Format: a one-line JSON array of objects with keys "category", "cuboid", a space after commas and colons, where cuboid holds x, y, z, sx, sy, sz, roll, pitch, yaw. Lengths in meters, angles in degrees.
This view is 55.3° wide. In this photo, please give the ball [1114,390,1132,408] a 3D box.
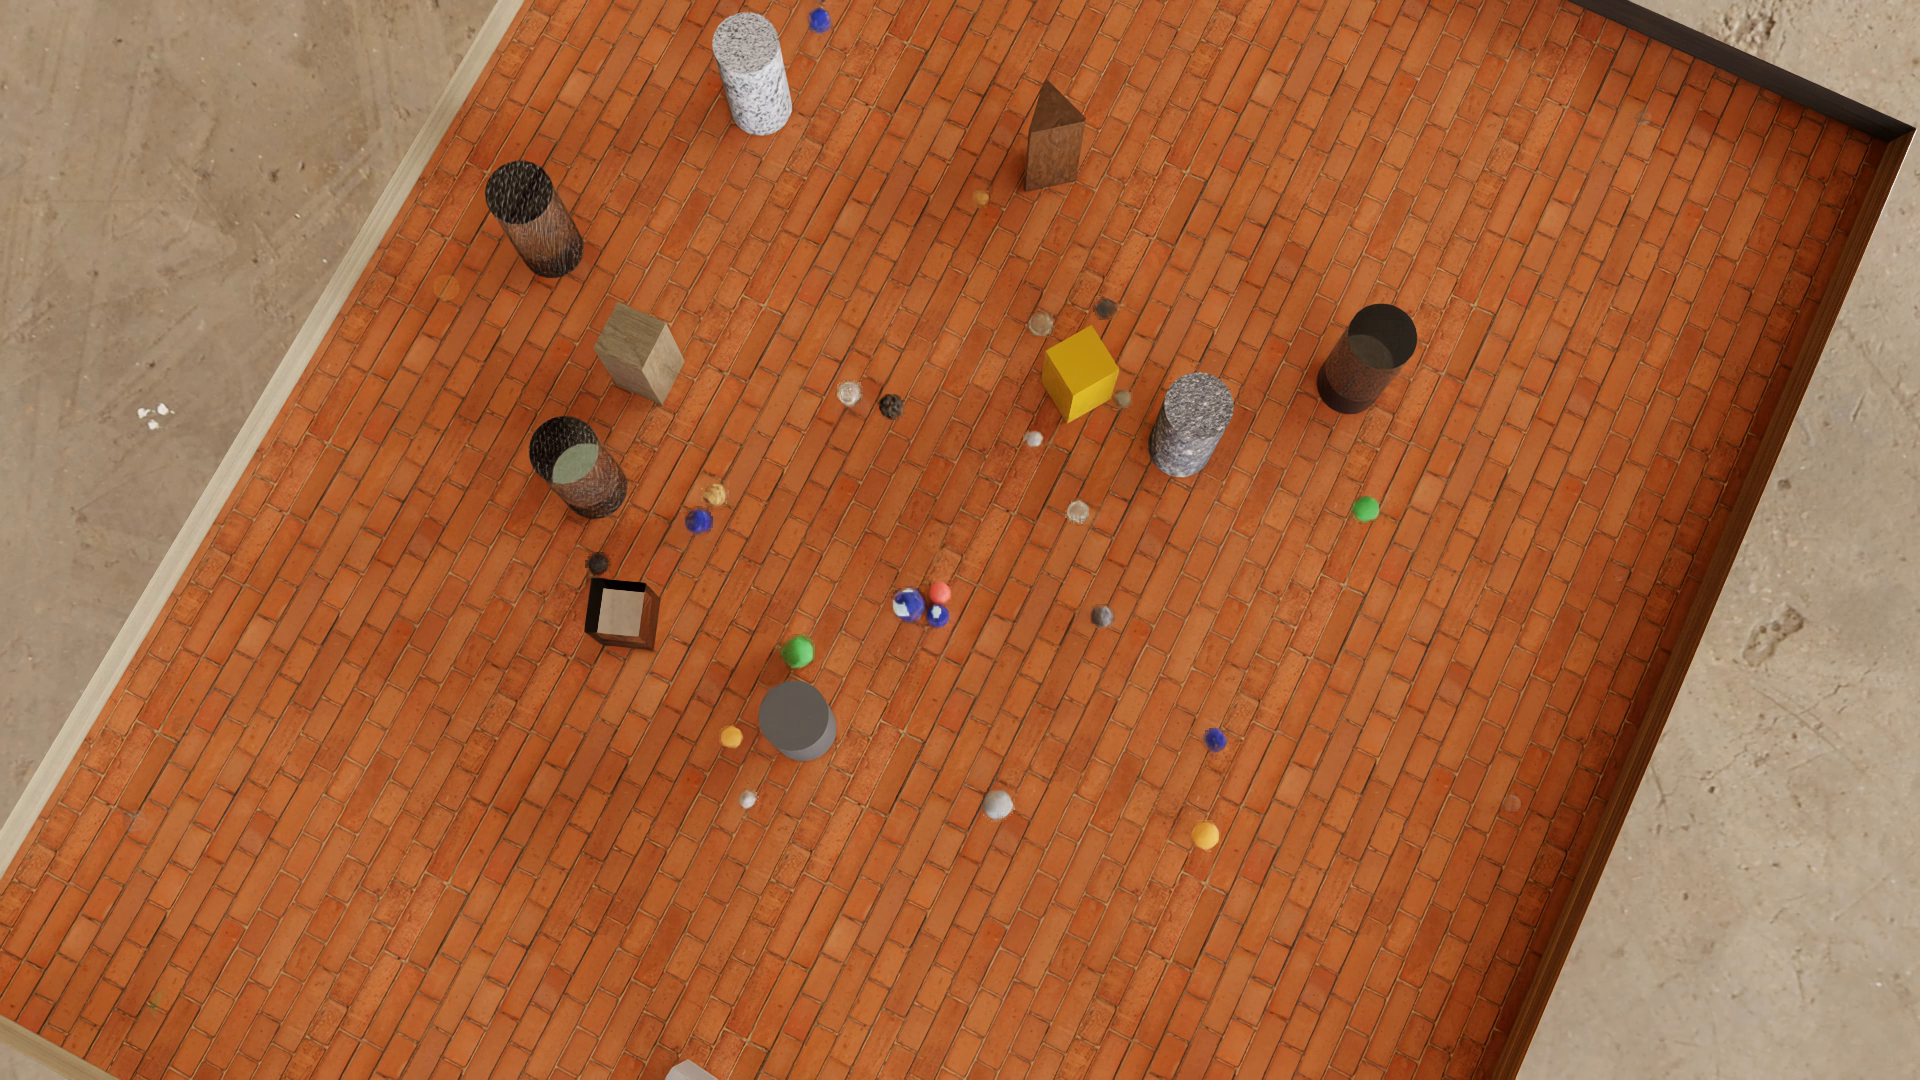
[{"category": "ball", "cuboid": [0.504, -0.439, 5.679, 0.056, 0.056, 0.056, 0, 78, 0]}]

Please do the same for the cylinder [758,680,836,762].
[{"category": "cylinder", "cuboid": [-0.469, 0.530, 5.331, 0.198, 0.344, 0.198, 0, 78, 0]}]

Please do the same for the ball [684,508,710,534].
[{"category": "ball", "cuboid": [-0.799, -0.056, 5.588, 0.078, 0.078, 0.078, 0, 78, 0]}]

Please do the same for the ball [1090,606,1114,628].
[{"category": "ball", "cuboid": [0.429, 0.231, 5.535, 0.067, 0.067, 0.067, 0, 78, 0]}]

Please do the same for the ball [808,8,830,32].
[{"category": "ball", "cuboid": [-0.455, -1.682, 5.926, 0.075, 0.075, 0.075, 0, 78, 0]}]

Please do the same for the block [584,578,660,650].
[{"category": "block", "cuboid": [-0.998, 0.221, 5.433, 0.159, 0.269, 0.159, 6, 78, 1]}]

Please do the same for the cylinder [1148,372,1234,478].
[{"category": "cylinder", "cuboid": [0.682, -0.337, 5.453, 0.198, 0.457, 0.198, 0, 78, 0]}]

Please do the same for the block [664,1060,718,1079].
[{"category": "block", "cuboid": [-0.763, 1.580, 5.138, 0.159, 0.297, 0.159, 32, 80, 6]}]

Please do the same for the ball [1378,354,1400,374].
[{"category": "ball", "cuboid": [1.333, -0.544, 5.689, 0.064, 0.064, 0.064, 0, 78, 0]}]

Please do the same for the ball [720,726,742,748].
[{"category": "ball", "cuboid": [-0.681, 0.589, 5.461, 0.065, 0.065, 0.065, 0, 78, 0]}]

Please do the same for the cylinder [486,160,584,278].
[{"category": "cylinder", "cuboid": [-1.290, -0.971, 5.583, 0.198, 0.458, 0.198, 0, 78, 0]}]

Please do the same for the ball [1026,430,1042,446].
[{"category": "ball", "cuboid": [0.228, -0.313, 5.655, 0.051, 0.051, 0.051, 0, 78, 0]}]

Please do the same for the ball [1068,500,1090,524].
[{"category": "ball", "cuboid": [0.363, -0.085, 5.599, 0.069, 0.069, 0.069, 0, 78, 0]}]

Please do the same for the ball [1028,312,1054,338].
[{"category": "ball", "cuboid": [0.253, -0.673, 5.715, 0.080, 0.080, 0.080, 0, 78, 0]}]

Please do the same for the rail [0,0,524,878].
[{"category": "rail", "cuboid": [-1.858, -0.903, 5.737, 0.045, 0.129, 5.039, 26, 80, 5]}]

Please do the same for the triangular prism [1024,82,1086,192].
[{"category": "triangular prism", "cuboid": [0.272, -1.249, 5.645, 0.172, 0.451, 0.149, -13, 79, -3]}]

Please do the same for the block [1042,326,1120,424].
[{"category": "block", "cuboid": [0.362, -0.499, 5.560, 0.159, 0.314, 0.159, -30, 80, -6]}]

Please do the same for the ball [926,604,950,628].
[{"category": "ball", "cuboid": [-0.067, 0.229, 5.533, 0.070, 0.070, 0.070, 0, 78, 0]}]

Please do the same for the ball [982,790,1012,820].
[{"category": "ball", "cuboid": [0.111, 0.781, 5.410, 0.088, 0.088, 0.088, 0, 78, 0]}]

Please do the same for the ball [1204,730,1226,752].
[{"category": "ball", "cuboid": [0.762, 0.598, 5.460, 0.065, 0.065, 0.065, 0, 78, 0]}]

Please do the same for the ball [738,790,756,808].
[{"category": "ball", "cuboid": [-0.630, 0.769, 5.431, 0.051, 0.051, 0.051, 0, 78, 0]}]

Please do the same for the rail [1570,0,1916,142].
[{"category": "rail", "cuboid": [1.116, -2.179, 6.001, 4.203, 0.129, 0.045, 26, 80, 5]}]

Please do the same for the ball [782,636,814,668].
[{"category": "ball", "cuboid": [-0.487, 0.337, 5.498, 0.096, 0.096, 0.096, 0, 78, 0]}]

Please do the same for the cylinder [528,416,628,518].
[{"category": "cylinder", "cuboid": [-1.124, -0.209, 5.423, 0.198, 0.464, 0.198, 0, 78, 0]}]

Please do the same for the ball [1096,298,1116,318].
[{"category": "ball", "cuboid": [0.455, -0.726, 5.736, 0.061, 0.061, 0.061, 0, 78, 0]}]

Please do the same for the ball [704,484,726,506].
[{"category": "ball", "cuboid": [-0.751, -0.137, 5.609, 0.070, 0.070, 0.070, 0, 78, 0]}]

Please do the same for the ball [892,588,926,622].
[{"category": "ball", "cuboid": [-0.154, 0.197, 5.525, 0.099, 0.099, 0.099, 0, 78, 0]}]

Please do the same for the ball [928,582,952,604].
[{"category": "ball", "cuboid": [-0.061, 0.161, 5.546, 0.069, 0.069, 0.069, 0, 78, 0]}]

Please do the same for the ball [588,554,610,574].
[{"category": "ball", "cuboid": [-1.099, 0.074, 5.569, 0.063, 0.063, 0.063, 0, 78, 0]}]

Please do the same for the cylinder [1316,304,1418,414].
[{"category": "cylinder", "cuboid": [1.212, -0.536, 5.486, 0.198, 0.473, 0.198, 0, 78, 0]}]

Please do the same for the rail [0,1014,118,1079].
[{"category": "rail", "cuboid": [-1.116, 2.193, 5.096, 4.203, 0.129, 0.045, 26, 80, 5]}]

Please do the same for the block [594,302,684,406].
[{"category": "block", "cuboid": [-0.966, -0.559, 5.540, 0.159, 0.377, 0.159, 24, 79, 5]}]

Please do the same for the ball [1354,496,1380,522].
[{"category": "ball", "cuboid": [1.242, -0.095, 5.597, 0.078, 0.078, 0.078, 0, 78, 0]}]

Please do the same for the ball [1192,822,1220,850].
[{"category": "ball", "cuboid": [0.723, 0.870, 5.395, 0.081, 0.081, 0.081, 0, 78, 0]}]

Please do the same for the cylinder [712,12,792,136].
[{"category": "cylinder", "cuboid": [-0.640, -1.441, 5.691, 0.198, 0.439, 0.198, 0, 78, 0]}]

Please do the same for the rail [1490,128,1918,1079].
[{"category": "rail", "cuboid": [1.858, 0.917, 5.360, 0.045, 0.129, 5.039, 26, 80, 5]}]

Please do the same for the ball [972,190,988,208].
[{"category": "ball", "cuboid": [0.064, -1.084, 5.813, 0.054, 0.054, 0.054, 0, 78, 0]}]

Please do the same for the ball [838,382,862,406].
[{"category": "ball", "cuboid": [-0.341, -0.452, 5.672, 0.075, 0.075, 0.075, 0, 78, 0]}]

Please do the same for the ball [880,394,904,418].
[{"category": "ball", "cuboid": [-0.211, -0.414, 5.663, 0.077, 0.077, 0.077, 0, 78, 0]}]
